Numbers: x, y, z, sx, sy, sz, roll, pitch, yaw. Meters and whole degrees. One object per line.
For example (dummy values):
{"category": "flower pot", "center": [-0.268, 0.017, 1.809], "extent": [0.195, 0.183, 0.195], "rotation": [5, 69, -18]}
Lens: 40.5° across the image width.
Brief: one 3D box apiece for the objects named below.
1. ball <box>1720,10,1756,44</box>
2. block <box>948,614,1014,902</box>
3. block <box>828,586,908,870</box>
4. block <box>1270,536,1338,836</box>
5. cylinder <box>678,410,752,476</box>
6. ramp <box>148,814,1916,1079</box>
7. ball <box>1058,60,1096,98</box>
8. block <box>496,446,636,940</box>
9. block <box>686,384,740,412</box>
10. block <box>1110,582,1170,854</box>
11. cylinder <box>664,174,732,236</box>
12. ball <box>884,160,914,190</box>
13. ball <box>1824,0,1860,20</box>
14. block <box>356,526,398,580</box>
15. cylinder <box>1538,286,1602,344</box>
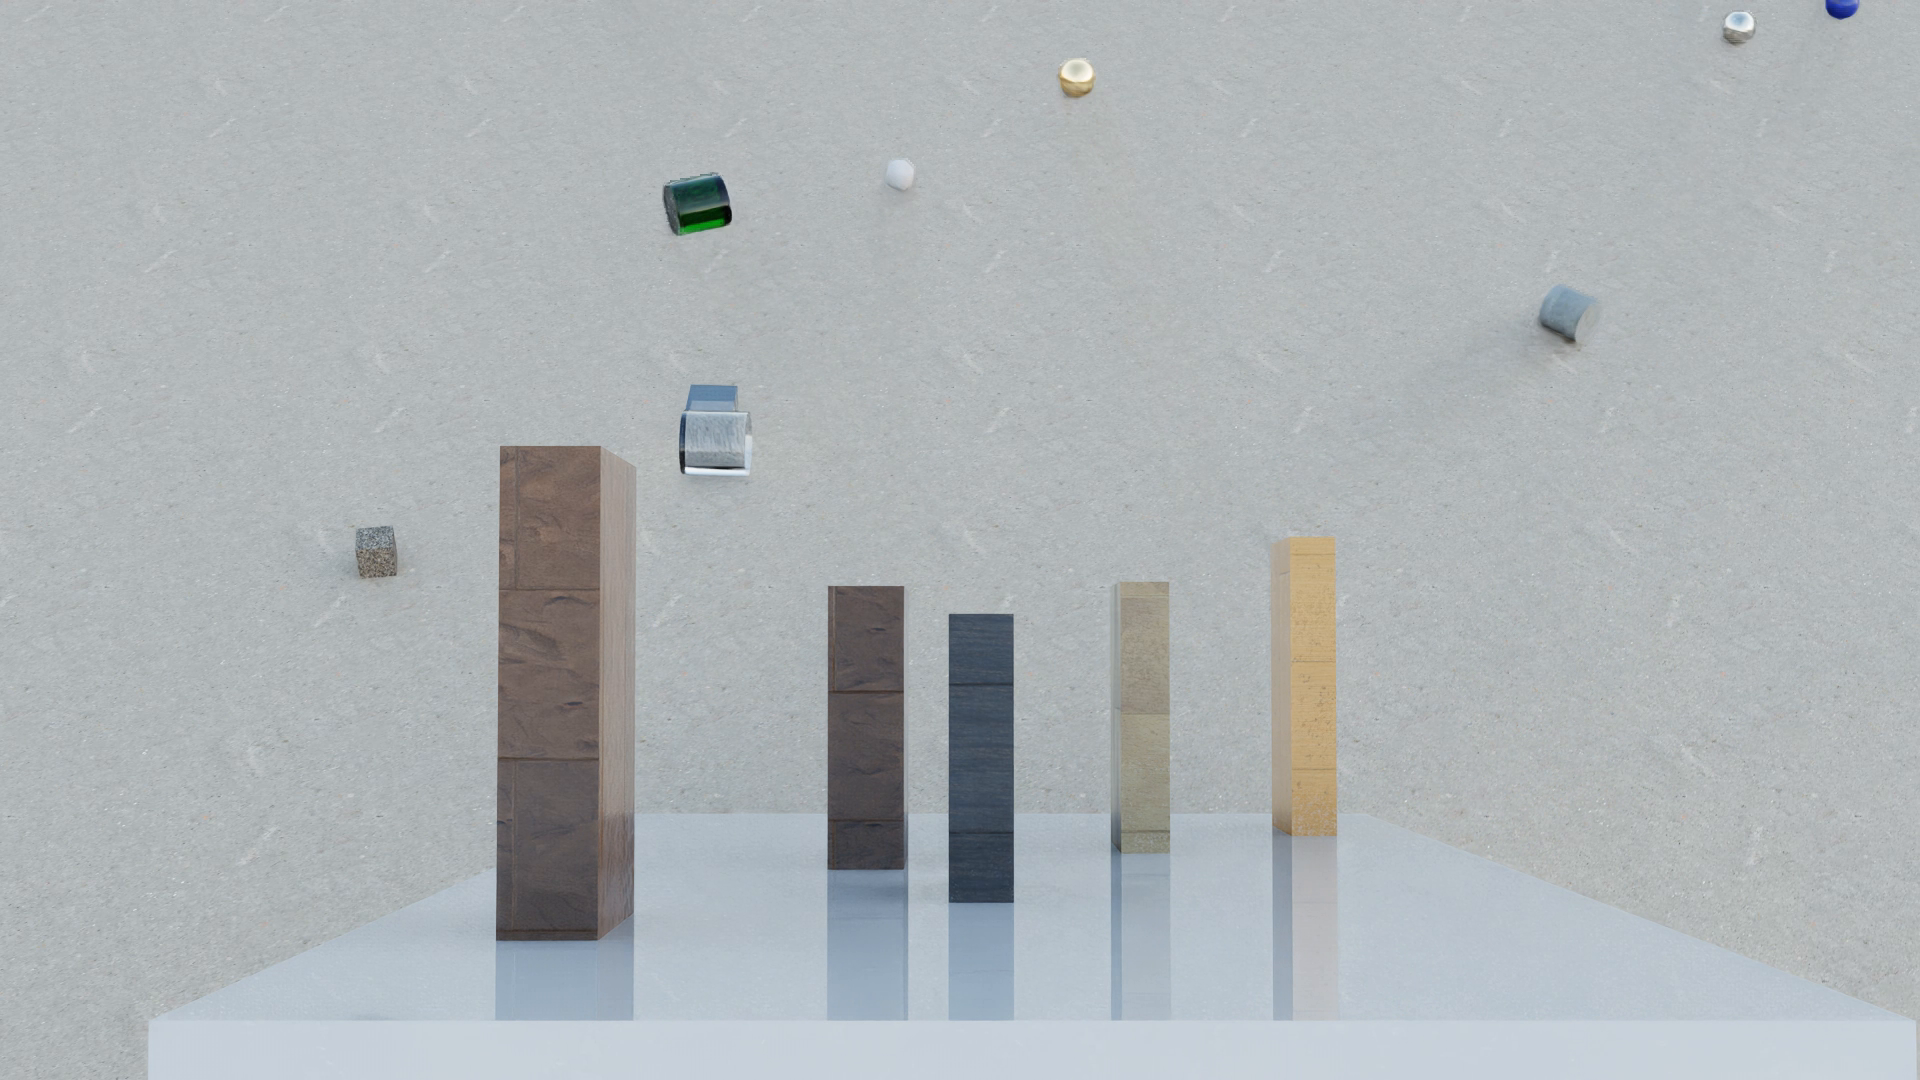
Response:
{"category": "ball", "center": [3.193, -2.100, 10.674], "extent": [0.137, 0.137, 0.137], "rotation": [0, 37, 0]}
{"category": "block", "center": [0.036, 0.377, 4.600], "extent": [0.110, 0.487, 0.409], "rotation": [0, -3, 0]}
{"category": "block", "center": [-0.184, 0.377, 5.318], "extent": [0.149, 0.554, 0.449], "rotation": [0, -3, 0]}
{"category": "block", "center": [0.825, 0.350, 6.266], "extent": [0.105, 0.697, 0.385], "rotation": [0, -3, 0]}
{"category": "cylinder", "center": [-0.775, -0.308, 8.261], "extent": [0.207, 0.207, 0.207], "rotation": [1, 37, 2]}
{"category": "ramp", "center": [0.082, 0.687, 4.941], "extent": [2.000, 0.100, 4.000], "rotation": [0, -3, 0]}
{"category": "ball", "center": [0.463, -1.830, 10.309], "extent": [0.148, 0.148, 0.148], "rotation": [0, 37, 0]}
{"category": "block", "center": [-0.602, 0.232, 4.016], "extent": [0.148, 0.722, 0.423], "rotation": [0, -3, 0]}
{"category": "block", "center": [-0.800, -0.396, 8.421], "extent": [0.152, 0.152, 0.152], "rotation": [2, 37, 2]}
{"category": "block", "center": [0.393, 0.385, 5.715], "extent": [0.103, 0.575, 0.386], "rotation": [0, -3, 0]}
{"category": "cylinder", "center": [-0.956, -1.220, 9.469], "extent": [0.193, 0.193, 0.193], "rotation": [-14, 40, -18]}
{"category": "ball", "center": [-0.227, -1.365, 9.726], "extent": [0.113, 0.113, 0.113], "rotation": [0, 37, 0]}
{"category": "ball", "center": [3.683, -2.246, 10.862], "extent": [0.140, 0.140, 0.140], "rotation": [0, 37, 0]}
{"category": "block", "center": [-1.768, 0.037, 7.888], "extent": [0.109, 0.109, 0.109], "rotation": [-6, 38, -7]}
{"category": "cylinder", "center": [2.092, -0.774, 8.918], "extent": [0.153, 0.153, 0.153], "rotation": [-30, 47, -34]}
